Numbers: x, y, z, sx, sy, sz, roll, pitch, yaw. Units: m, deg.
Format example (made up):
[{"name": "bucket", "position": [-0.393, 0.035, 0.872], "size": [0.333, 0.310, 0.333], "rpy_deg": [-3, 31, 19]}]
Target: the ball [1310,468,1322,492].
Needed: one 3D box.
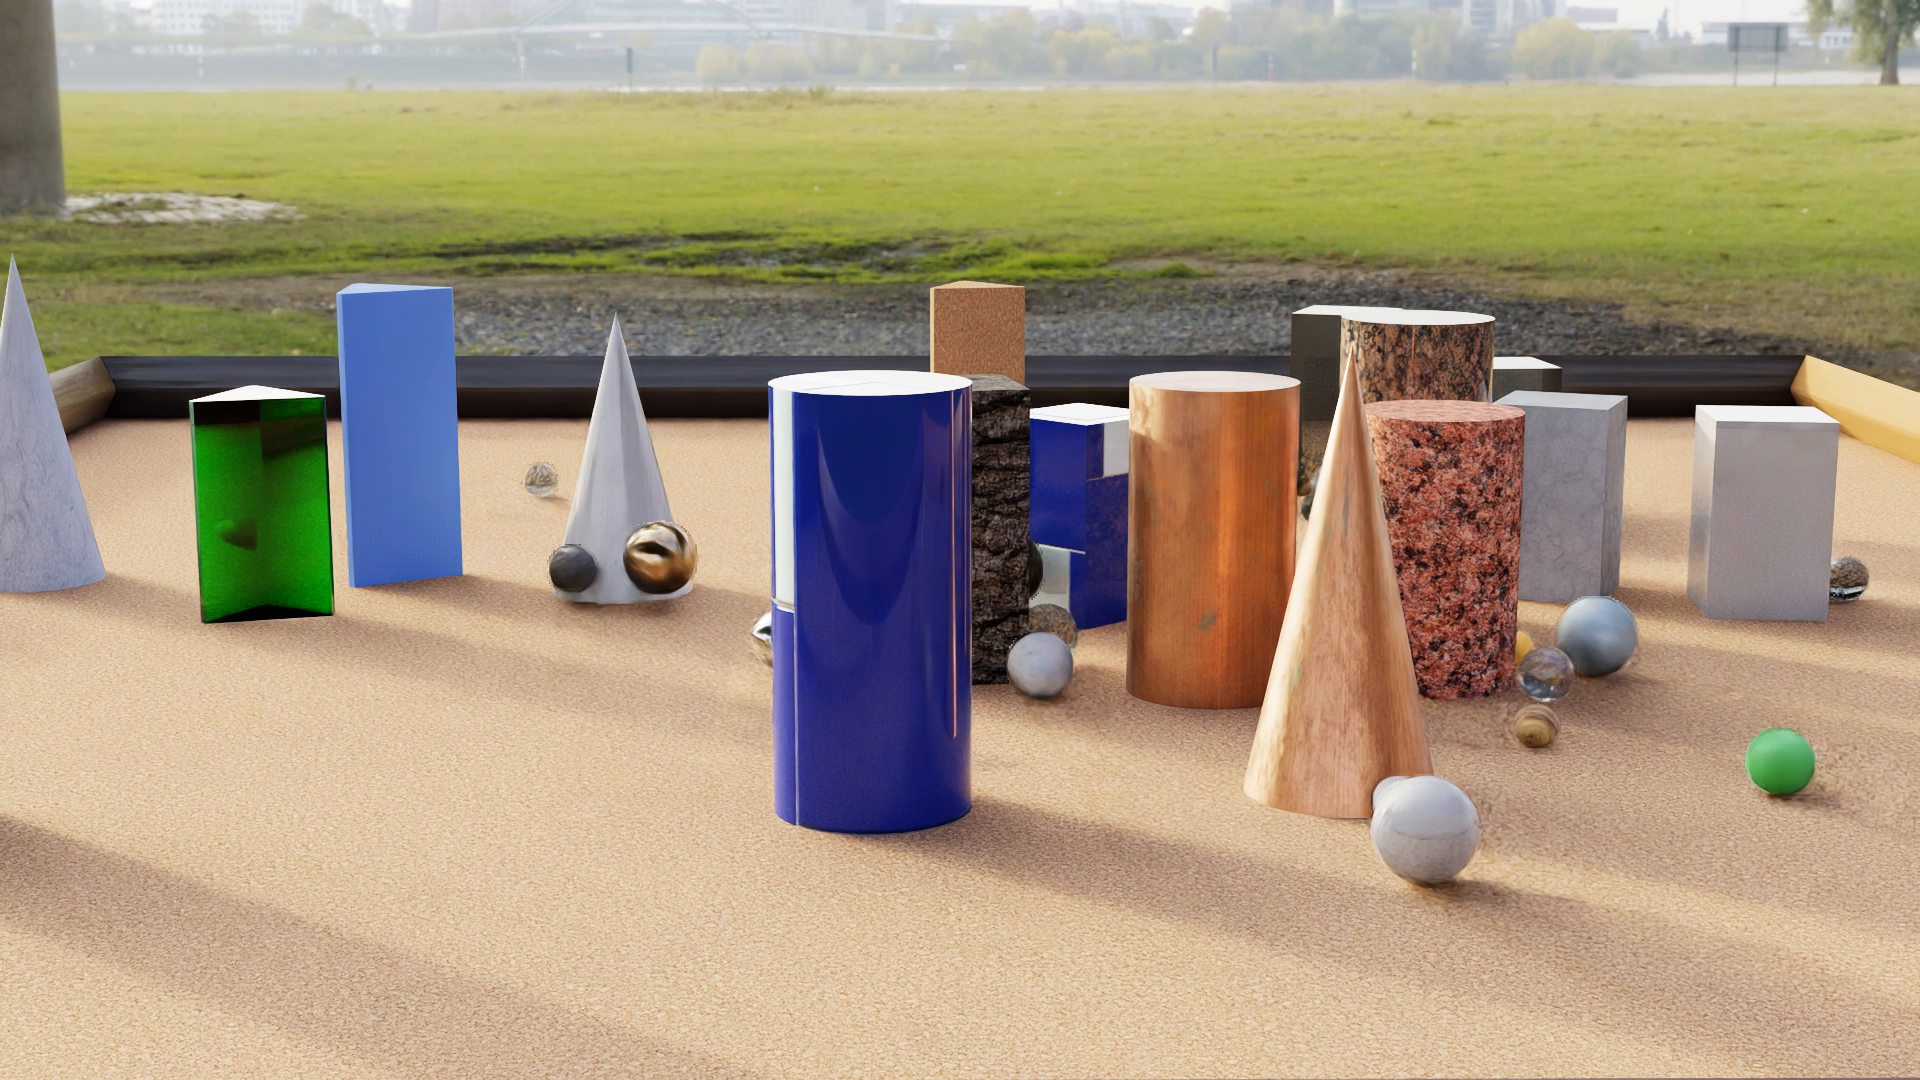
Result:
[{"name": "ball", "position": [0.618, -0.084, 4.189], "size": [0.090, 0.090, 0.090], "rpy_deg": [0, 10, 0]}]

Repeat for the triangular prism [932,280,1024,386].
[{"name": "triangular prism", "position": [0.019, -0.301, 4.695], "size": [0.170, 0.333, 0.147], "rpy_deg": [-2, 11, -10]}]

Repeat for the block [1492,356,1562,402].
[{"name": "block", "position": [0.864, -0.159, 4.138], "size": [0.157, 0.255, 0.157], "rpy_deg": [-1, 11, -6]}]

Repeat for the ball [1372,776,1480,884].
[{"name": "ball", "position": [0.419, 0.261, 2.308], "size": [0.097, 0.097, 0.097], "rpy_deg": [0, 10, 0]}]

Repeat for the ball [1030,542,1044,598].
[{"name": "ball", "position": [0.062, 0.038, 3.366], "size": [0.096, 0.096, 0.096], "rpy_deg": [0, 10, 0]}]

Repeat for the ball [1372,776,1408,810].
[{"name": "ball", "position": [0.424, 0.252, 2.488], "size": [0.048, 0.048, 0.048], "rpy_deg": [0, 10, 0]}]

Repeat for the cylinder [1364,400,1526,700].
[{"name": "cylinder", "position": [0.565, 0.008, 3.048], "size": [0.197, 0.326, 0.197], "rpy_deg": [0, 10, 0]}]

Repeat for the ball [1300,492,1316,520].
[{"name": "ball", "position": [0.573, -0.051, 4.113], "size": [0.052, 0.052, 0.052], "rpy_deg": [0, 10, 0]}]

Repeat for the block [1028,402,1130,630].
[{"name": "block", "position": [0.162, -0.035, 3.433], "size": [0.157, 0.270, 0.157], "rpy_deg": [10, 15, 44]}]

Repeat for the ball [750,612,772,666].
[{"name": "ball", "position": [-0.221, 0.122, 3.137], "size": [0.069, 0.069, 0.069], "rpy_deg": [0, 10, 0]}]

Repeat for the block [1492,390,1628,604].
[{"name": "block", "position": [0.831, -0.062, 3.576], "size": [0.157, 0.269, 0.157], "rpy_deg": [5, 11, 23]}]

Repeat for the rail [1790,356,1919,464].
[{"name": "rail", "position": [1.756, 0.031, 3.459], "size": [0.045, 0.128, 3.881], "rpy_deg": [0, 10, 0]}]

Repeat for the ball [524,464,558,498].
[{"name": "ball", "position": [-0.714, -0.101, 4.370], "size": [0.057, 0.057, 0.057], "rpy_deg": [0, 10, 0]}]

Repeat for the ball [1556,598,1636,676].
[{"name": "ball", "position": [0.766, 0.117, 3.091], "size": [0.095, 0.095, 0.095], "rpy_deg": [0, 10, 0]}]

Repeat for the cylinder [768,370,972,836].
[{"name": "cylinder", "position": [-0.087, 0.057, 2.513], "size": [0.197, 0.424, 0.197], "rpy_deg": [0, 10, 0]}]

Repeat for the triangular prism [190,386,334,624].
[{"name": "triangular prism", "position": [-0.942, -0.053, 3.456], "size": [0.170, 0.295, 0.147], "rpy_deg": [-3, 11, -18]}]

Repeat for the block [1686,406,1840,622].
[{"name": "block", "position": [1.081, -0.039, 3.463], "size": [0.157, 0.265, 0.157], "rpy_deg": [1, 11, 6]}]

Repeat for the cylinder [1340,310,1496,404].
[{"name": "cylinder", "position": [0.594, -0.091, 3.365], "size": [0.197, 0.403, 0.197], "rpy_deg": [0, 10, 0]}]

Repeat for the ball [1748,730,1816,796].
[{"name": "ball", "position": [0.829, 0.225, 2.590], "size": [0.066, 0.066, 0.066], "rpy_deg": [0, 10, 0]}]

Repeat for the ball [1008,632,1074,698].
[{"name": "ball", "position": [0.094, 0.146, 2.984], "size": [0.077, 0.077, 0.077], "rpy_deg": [0, 10, 0]}]

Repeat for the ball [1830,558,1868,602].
[{"name": "ball", "position": [1.215, 0.054, 3.523], "size": [0.061, 0.061, 0.061], "rpy_deg": [0, 10, 0]}]

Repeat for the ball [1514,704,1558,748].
[{"name": "ball", "position": [0.622, 0.201, 2.769], "size": [0.048, 0.048, 0.048], "rpy_deg": [0, 10, 0]}]

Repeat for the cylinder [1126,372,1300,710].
[{"name": "cylinder", "position": [0.294, -0.004, 2.998], "size": [0.197, 0.366, 0.197], "rpy_deg": [0, 10, 0]}]

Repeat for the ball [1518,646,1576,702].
[{"name": "ball", "position": [0.679, 0.155, 2.971], "size": [0.065, 0.065, 0.065], "rpy_deg": [0, 10, 0]}]

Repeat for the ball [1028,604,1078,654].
[{"name": "ball", "position": [0.106, 0.116, 3.142], "size": [0.078, 0.078, 0.078], "rpy_deg": [0, 10, 0]}]

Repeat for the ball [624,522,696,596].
[{"name": "ball", "position": [-0.408, 0.026, 3.485], "size": [0.098, 0.098, 0.098], "rpy_deg": [0, 10, 0]}]

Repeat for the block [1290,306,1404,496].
[{"name": "block", "position": [0.663, -0.238, 4.413], "size": [0.157, 0.312, 0.157], "rpy_deg": [4, 11, 21]}]

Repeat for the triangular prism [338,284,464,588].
[{"name": "triangular prism", "position": [-0.831, -0.157, 3.691], "size": [0.170, 0.414, 0.147], "rpy_deg": [-7, 13, -34]}]

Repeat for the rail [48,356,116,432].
[{"name": "rail", "position": [-1.756, 0.035, 3.439], "size": [0.045, 0.128, 3.881], "rpy_deg": [0, 10, 0]}]

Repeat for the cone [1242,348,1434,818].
[{"name": "cone", "position": [0.386, 0.030, 2.568], "size": [0.197, 0.456, 0.197], "rpy_deg": [0, 10, 0]}]

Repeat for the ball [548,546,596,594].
[{"name": "ball", "position": [-0.527, 0.040, 3.493], "size": [0.064, 0.064, 0.064], "rpy_deg": [0, 10, 0]}]

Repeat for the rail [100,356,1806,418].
[{"name": "rail", "position": [-0.011, -0.316, 5.334], "size": [3.559, 0.128, 0.045], "rpy_deg": [0, 10, 0]}]

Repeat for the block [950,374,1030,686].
[{"name": "block", "position": [-0.011, -0.014, 3.091], "size": [0.157, 0.352, 0.157], "rpy_deg": [-2, 11, -11]}]

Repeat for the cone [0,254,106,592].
[{"name": "cone", "position": [-1.328, -0.174, 3.638], "size": [0.197, 0.467, 0.197], "rpy_deg": [0, 10, 0]}]

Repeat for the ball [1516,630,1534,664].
[{"name": "ball", "position": [0.684, 0.132, 3.156], "size": [0.041, 0.041, 0.041], "rpy_deg": [0, 10, 0]}]

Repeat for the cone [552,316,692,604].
[{"name": "cone", "position": [-0.475, -0.123, 3.574], "size": [0.197, 0.390, 0.197], "rpy_deg": [0, 10, 0]}]
